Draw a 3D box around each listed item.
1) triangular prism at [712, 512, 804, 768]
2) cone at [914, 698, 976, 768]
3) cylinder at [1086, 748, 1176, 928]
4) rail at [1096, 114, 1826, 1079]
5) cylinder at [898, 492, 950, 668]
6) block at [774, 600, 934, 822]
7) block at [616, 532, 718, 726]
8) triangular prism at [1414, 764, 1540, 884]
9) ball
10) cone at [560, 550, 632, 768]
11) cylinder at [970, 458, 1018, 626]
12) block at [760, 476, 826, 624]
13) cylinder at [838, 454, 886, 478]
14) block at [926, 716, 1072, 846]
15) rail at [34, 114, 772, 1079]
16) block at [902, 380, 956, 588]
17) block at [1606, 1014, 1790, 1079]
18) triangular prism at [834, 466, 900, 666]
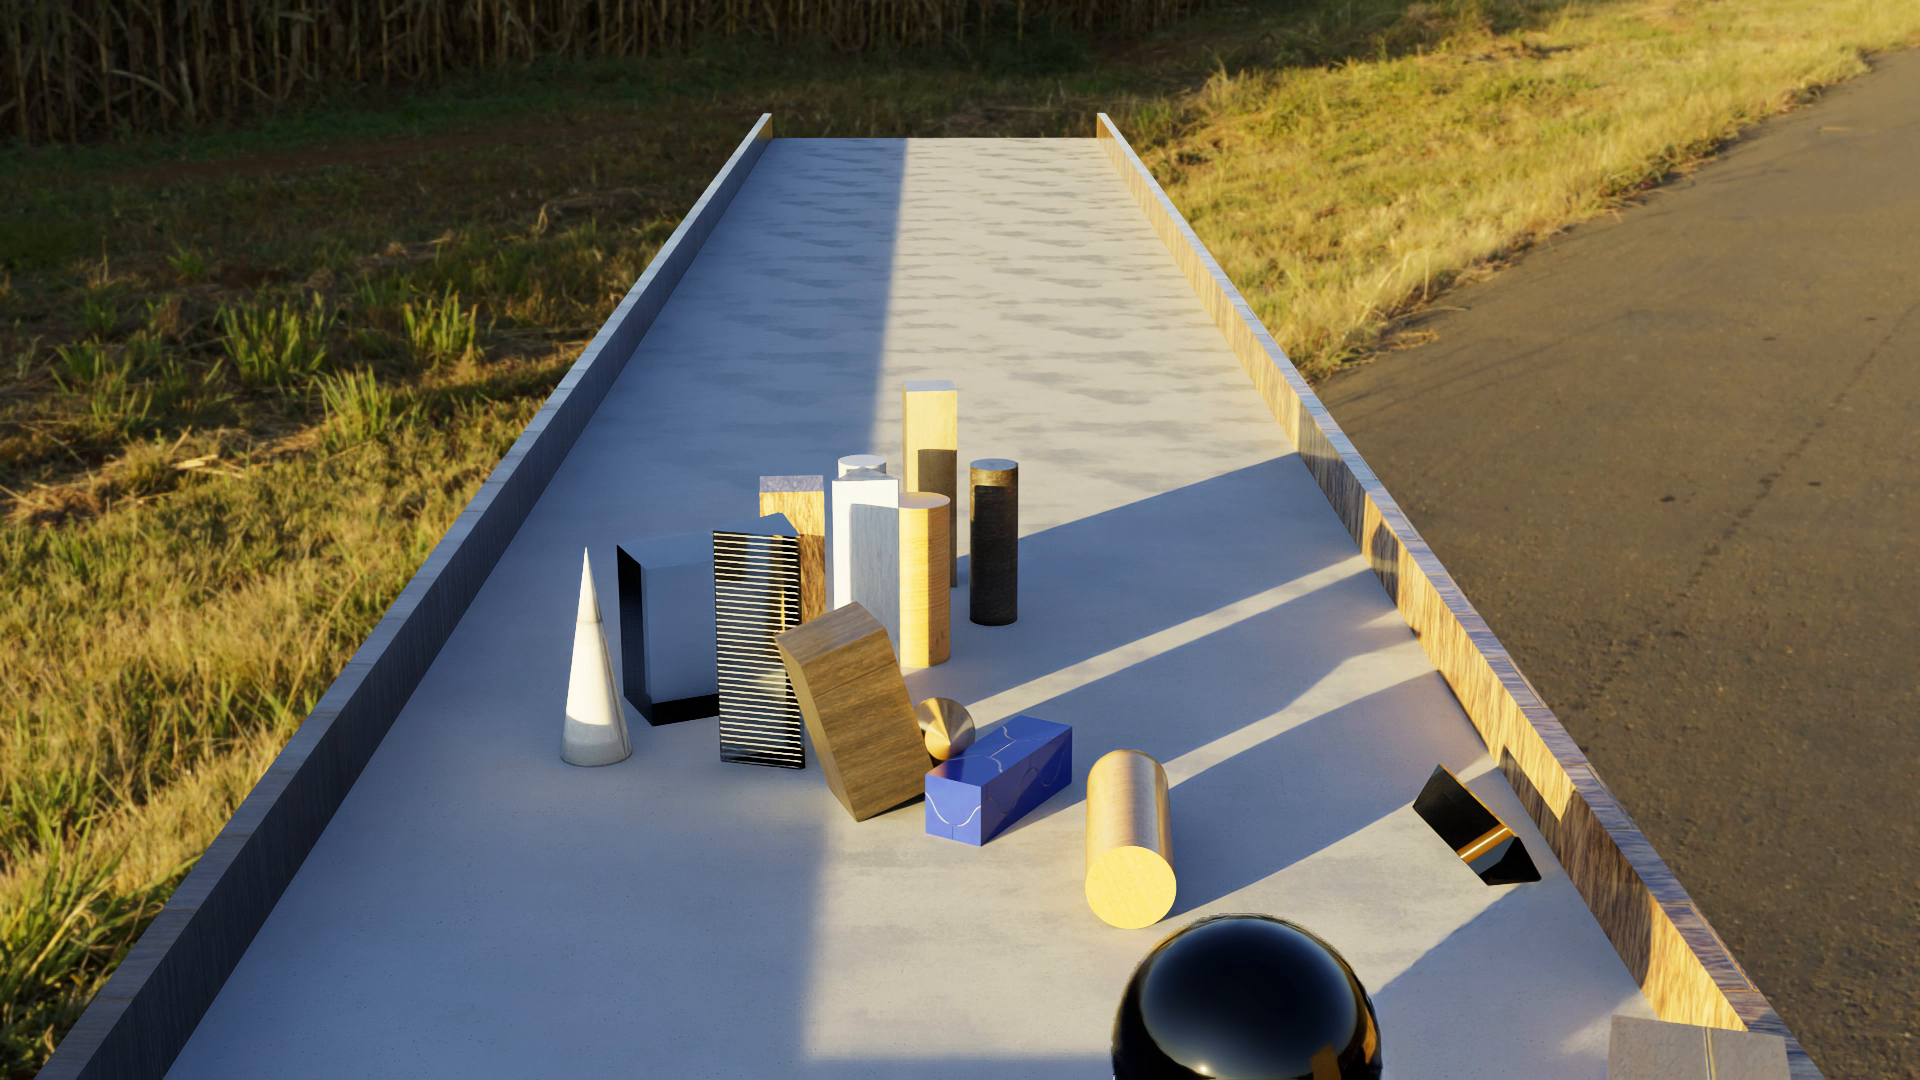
[{"bbox_3d":[-0.334,0.174,3.891,0.155,0.427,0.134,4,17,14],"label":"triangular prism"},{"bbox_3d":[-0.025,0.330,3.650,0.127,0.127,0.443,-1,-3,-3],"label":"cone"},{"bbox_3d":[0.264,0.461,3.441,0.134,0.134,0.382,1,17,3],"label":"cylinder"},{"bbox_3d":[0.932,-0.844,7.801,0.050,0.150,12.000,0,17,-1],"label":"rail"},{"bbox_3d":[-0.083,0.079,4.388,0.127,0.327,0.127,0,17,0],"label":"cylinder"},{"bbox_3d":[-0.173,0.285,3.678,0.152,0.304,0.152,-23,23,-14],"label":"block"},{"bbox_3d":[-0.526,0.165,4.137,0.178,0.305,0.178,-8,18,-25],"label":"block"},{"bbox_3d":[0.834,0.454,3.557,0.090,0.078,0.302,-3,17,-10],"label":"triangular prism"},{"bbox_3d":[0.341,0.608,2.619,0.321,0.321,0.321,0,17,0],"label":"ball"},{"bbox_3d":[-0.651,0.197,3.883,0.127,0.389,0.127,0,17,0],"label":"cone"},{"bbox_3d":[0.071,0.005,4.618,0.102,0.338,0.102,0,17,0],"label":"cylinder"},{"bbox_3d":[-0.331,0.064,4.374,0.124,0.364,0.124,-1,17,-4],"label":"block"},{"bbox_3d":[-0.203,-0.002,4.632,0.101,0.342,0.101,0,17,0],"label":"cylinder"},{"bbox_3d":[0.068,0.401,3.696,0.105,0.105,0.311,10,19,30],"label":"block"},{"bbox_3d":[-1.118,-0.838,7.780,0.050,0.150,12.000,0,17,-1],"label":"rail"},{"bbox_3d":[-0.067,-0.123,4.858,0.109,0.445,0.109,-2,17,-6],"label":"block"},{"bbox_3d":[0.767,0.697,2.321,0.175,0.320,0.175,4,17,15],"label":"block"},{"bbox_3d":[-0.177,0.091,4.137,0.120,0.447,0.104,-2,17,-6],"label":"triangular prism"}]
